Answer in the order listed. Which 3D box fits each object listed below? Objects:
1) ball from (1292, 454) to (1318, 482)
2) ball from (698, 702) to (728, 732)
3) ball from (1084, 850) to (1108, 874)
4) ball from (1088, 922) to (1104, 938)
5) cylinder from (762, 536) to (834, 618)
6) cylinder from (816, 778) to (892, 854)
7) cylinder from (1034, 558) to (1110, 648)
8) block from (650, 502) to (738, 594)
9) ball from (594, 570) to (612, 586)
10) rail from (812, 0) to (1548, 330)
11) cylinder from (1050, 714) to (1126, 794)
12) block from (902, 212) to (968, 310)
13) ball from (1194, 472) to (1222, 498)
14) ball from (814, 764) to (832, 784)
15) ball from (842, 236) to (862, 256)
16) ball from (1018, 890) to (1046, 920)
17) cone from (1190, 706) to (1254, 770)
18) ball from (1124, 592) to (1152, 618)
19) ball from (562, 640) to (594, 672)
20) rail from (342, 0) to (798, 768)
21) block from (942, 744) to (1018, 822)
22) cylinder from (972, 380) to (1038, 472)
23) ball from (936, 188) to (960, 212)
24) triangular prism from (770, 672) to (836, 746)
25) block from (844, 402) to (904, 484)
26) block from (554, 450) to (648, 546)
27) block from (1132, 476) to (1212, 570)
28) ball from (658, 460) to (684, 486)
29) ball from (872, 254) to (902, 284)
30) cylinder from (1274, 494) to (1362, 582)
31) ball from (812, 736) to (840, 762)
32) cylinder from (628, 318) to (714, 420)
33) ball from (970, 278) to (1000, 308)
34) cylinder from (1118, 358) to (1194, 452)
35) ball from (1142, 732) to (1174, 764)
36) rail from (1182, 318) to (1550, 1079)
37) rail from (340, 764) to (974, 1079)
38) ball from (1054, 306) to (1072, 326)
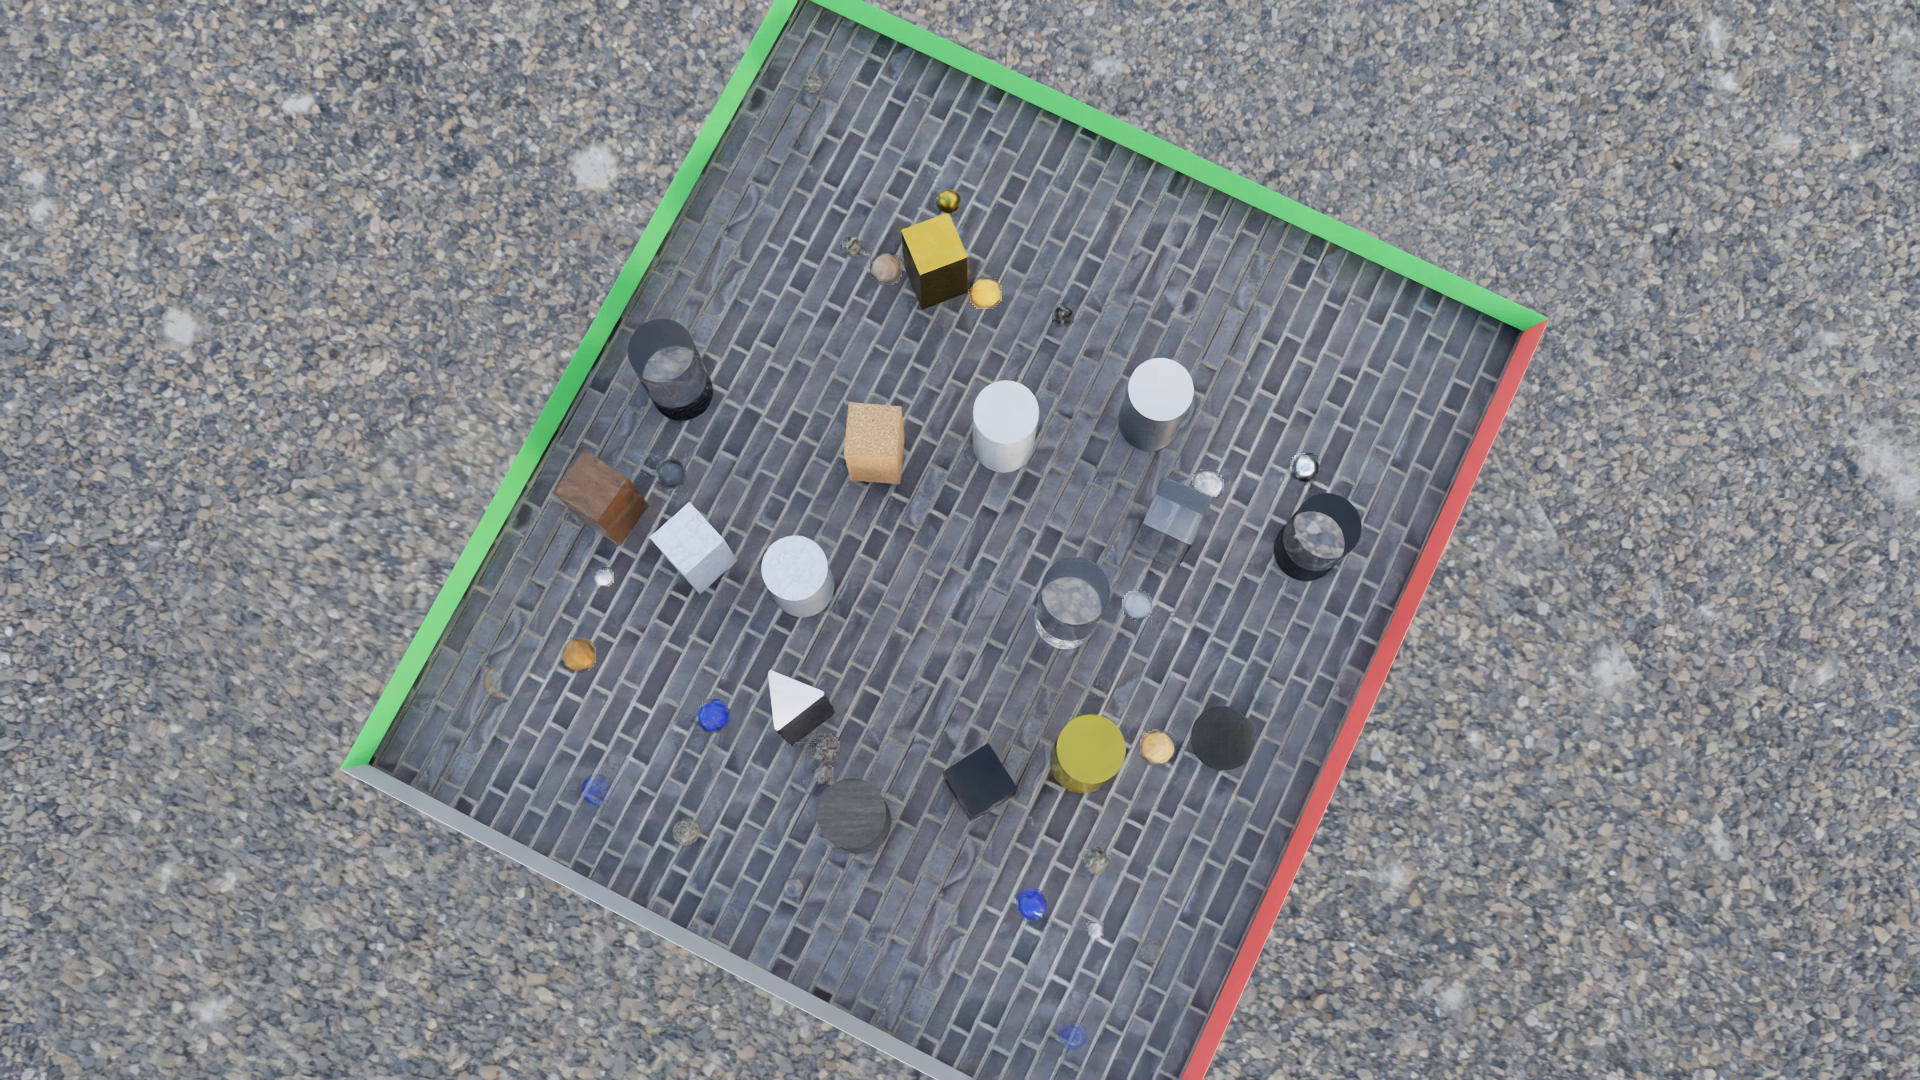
[{"bbox_3d":[1.059,-0.221,5.620,0.083,0.083,0.083,0,78,0],"label":"ball"},{"bbox_3d":[-0.736,0.526,5.461,0.091,0.091,0.091,0,78,0],"label":"ball"},{"bbox_3d":[0.399,0.946,5.384,0.072,0.072,0.072,0,78,0],"label":"ball"},{"bbox_3d":[0.396,1.142,5.357,0.045,0.045,0.045,0,78,0],"label":"ball"},{"bbox_3d":[-0.478,0.111,5.441,0.192,0.299,0.192,0,78,0],"label":"cylinder"},{"bbox_3d":[-0.300,0.794,5.248,0.192,0.400,0.192,0,78,0],"label":"cylinder"},{"bbox_3d":[0.322,0.189,5.337,0.192,0.471,0.192,0,78,0],"label":"cylinder"},{"bbox_3d":[-0.789,0.028,5.448,0.154,0.318,0.154,-42,81,-8],"label":"block"},{"bbox_3d":[-1.083,0.115,5.566,0.052,0.052,0.052,0,78,0],"label":"ball"},{"bbox_3d":[0.628,-1.223,5.805,2.625,0.125,0.045,26,80,5],"label":"rail"},{"bbox_3d":[0.364,0.621,5.283,0.192,0.401,0.192,0,78,0],"label":"cylinder"},{"bbox_3d":[-0.077,-0.854,5.632,0.154,0.316,0.154,-21,79,-4],"label":"block"},{"bbox_3d":[0.759,-0.168,5.608,0.084,0.084,0.084,0,78,0],"label":"ball"},{"bbox_3d":[-0.406,0.695,5.444,0.056,0.056,0.056,0,78,0],"label":"ball"},{"bbox_3d":[-0.338,-0.925,5.777,0.061,0.061,0.061,0,78,0],"label":"ball"},{"bbox_3d":[0.212,1.067,5.353,0.084,0.084,0.084,0,78,0],"label":"ball"},{"bbox_3d":[0.788,0.554,5.298,0.192,0.399,0.192,0,78,0],"label":"cone"},{"bbox_3d":[0.537,0.198,5.535,0.080,0.080,0.080,0,78,0],"label":"ball"},{"bbox_3d":[-1.144,0.345,5.496,0.096,0.096,0.096,0,78,0],"label":"ball"},{"bbox_3d":[-1.153,-0.558,5.667,0.045,0.125,2.854,26,80,5],"label":"rail"},{"bbox_3d":[0.057,0.708,5.318,0.154,0.297,0.154,-32,80,-6],"label":"block"},{"bbox_3d":[0.134,-0.337,5.508,0.192,0.350,0.192,0,78,0],"label":"cylinder"},{"bbox_3d":[-0.036,-1.074,5.800,0.076,0.076,0.076,0,78,0],"label":"ball"},{"bbox_3d":[-0.485,0.464,5.287,0.167,0.458,0.144,-37,81,-7],"label":"triangular prism"},{"bbox_3d":[-0.254,-0.287,5.502,0.154,0.340,0.154,5,78,1],"label":"block"},{"bbox_3d":[-1.064,-0.121,5.458,0.154,0.360,0.154,33,80,6],"label":"block"},{"bbox_3d":[0.625,-0.047,5.437,0.154,0.370,0.154,25,79,5],"label":"block"},{"bbox_3d":[-0.885,-0.205,5.616,0.084,0.084,0.084,0,78,0],"label":"ball"},{"bbox_3d":[-0.231,-0.851,5.742,0.093,0.093,0.093,0,78,0],"label":"ball"},{"bbox_3d":[1.056,-0.004,5.434,0.192,0.359,0.192,0,78,0],"label":"cylinder"},{"bbox_3d":[-0.400,0.622,5.446,0.081,0.081,0.081,0,78,0],"label":"ball"},{"bbox_3d":[-0.865,-0.507,5.508,0.192,0.417,0.192,0,78,0],"label":"cylinder"},{"bbox_3d":[0.080,-0.771,5.729,0.092,0.092,0.092,0,78,0],"label":"ball"},{"bbox_3d":[0.587,-0.405,5.522,0.192,0.349,0.192,0,78,0],"label":"cylinder"},{"bbox_3d":[0.588,0.618,5.440,0.095,0.095,0.095,0,78,0],"label":"ball"},{"bbox_3d":[1.153,0.571,5.434,0.045,0.125,2.854,26,80,5],"label":"rail"},{"bbox_3d":[-0.628,1.236,5.296,2.625,0.125,0.045,26,80,5],"label":"rail"},{"bbox_3d":[0.323,-0.702,5.731,0.061,0.061,0.061,0,78,0],"label":"ball"}]
